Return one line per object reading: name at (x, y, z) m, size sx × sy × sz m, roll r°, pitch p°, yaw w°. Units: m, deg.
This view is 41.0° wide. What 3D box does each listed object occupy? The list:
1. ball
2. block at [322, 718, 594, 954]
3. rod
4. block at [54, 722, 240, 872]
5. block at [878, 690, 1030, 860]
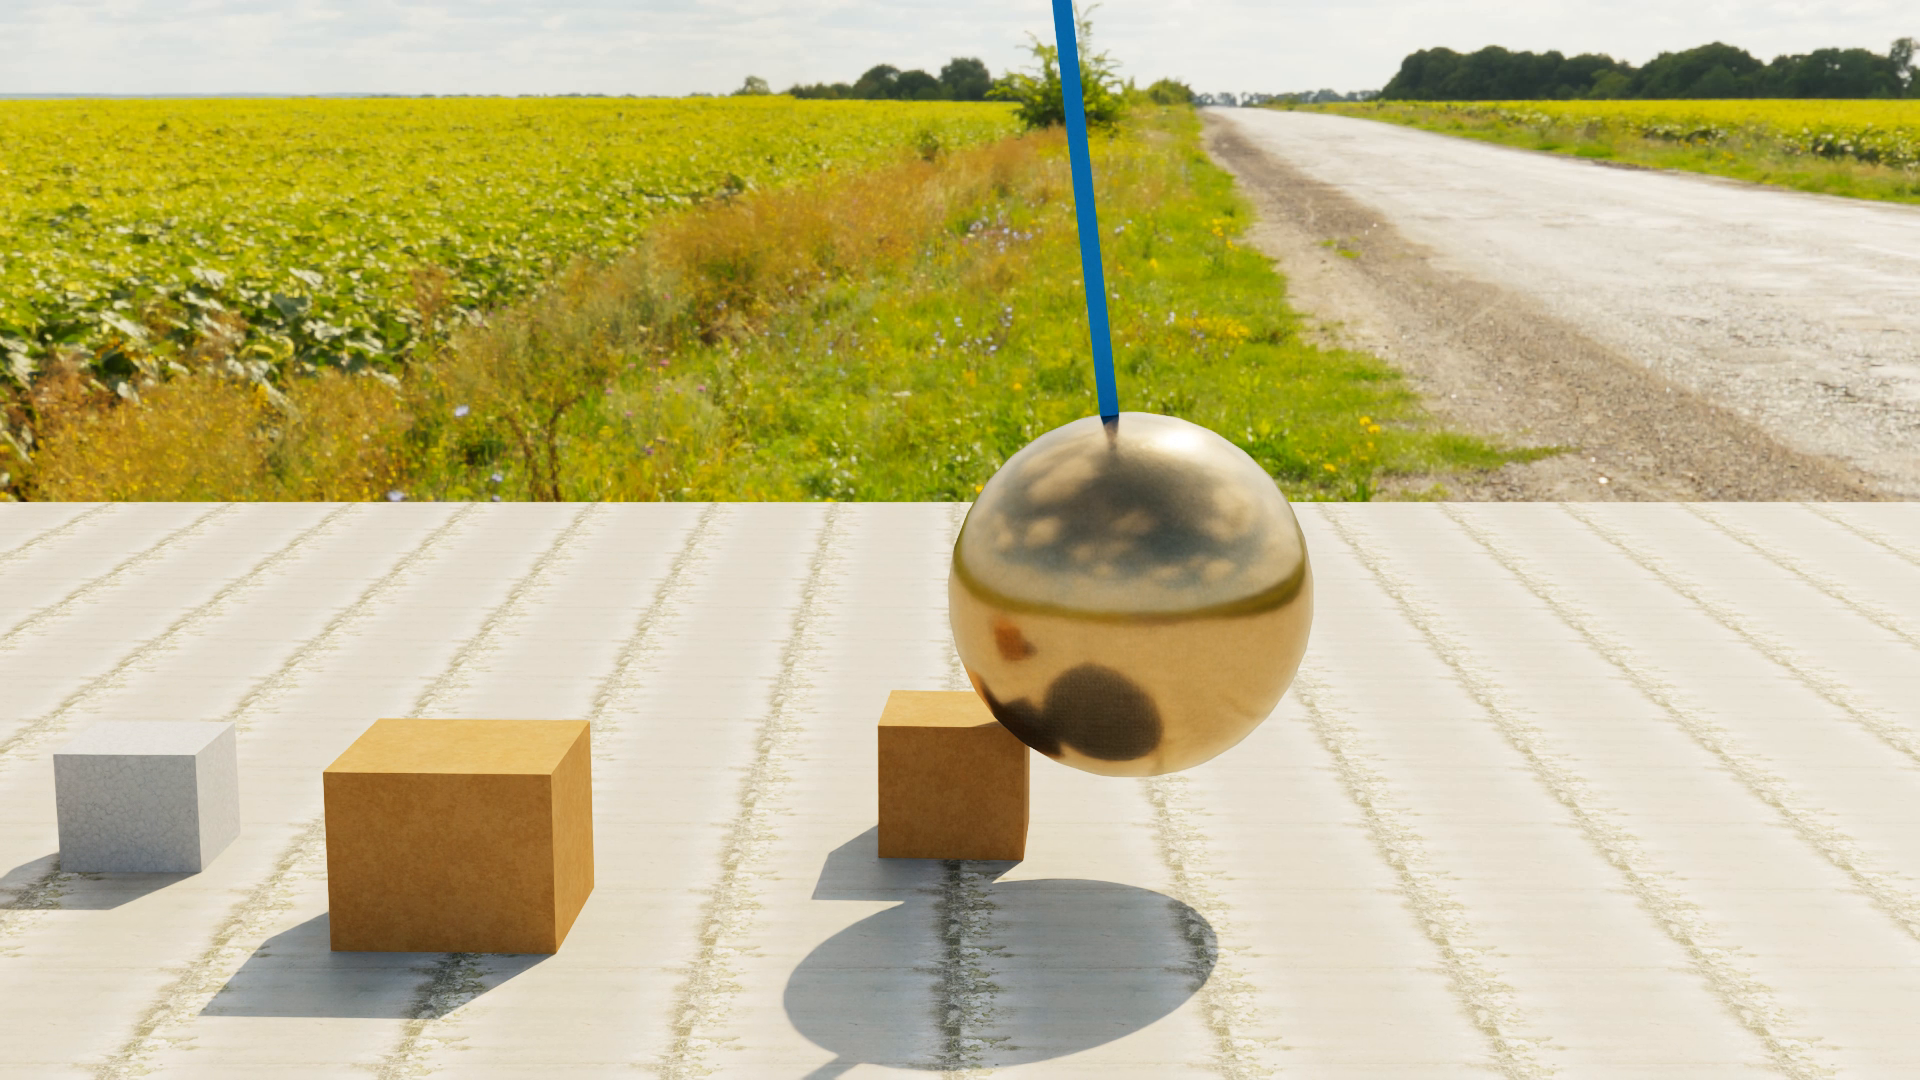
ball at (0.745, 0.239, 11.224) m, size 1.600 × 1.600 × 1.600 m, roll 0°, pitch 10°, yaw 0°
block at (-2.075, 1.223, 10.744) m, size 0.920 × 0.750 × 0.869 m, roll 0°, pitch 10°, yaw 2°
rod at (0.323, -3.080, 10.620) m, size 0.080 × 5.200 × 0.080 m, roll -7°, pitch 10°, yaw 1°
block at (-3.687, 1.161, 11.670) m, size 0.633 × 0.541 × 0.586 m, roll 0°, pitch 10°, yaw 1°
block at (-0.019, 1.081, 11.893) m, size 0.659 × 0.618 × 0.675 m, roll 1°, pitch 10°, yaw 4°
